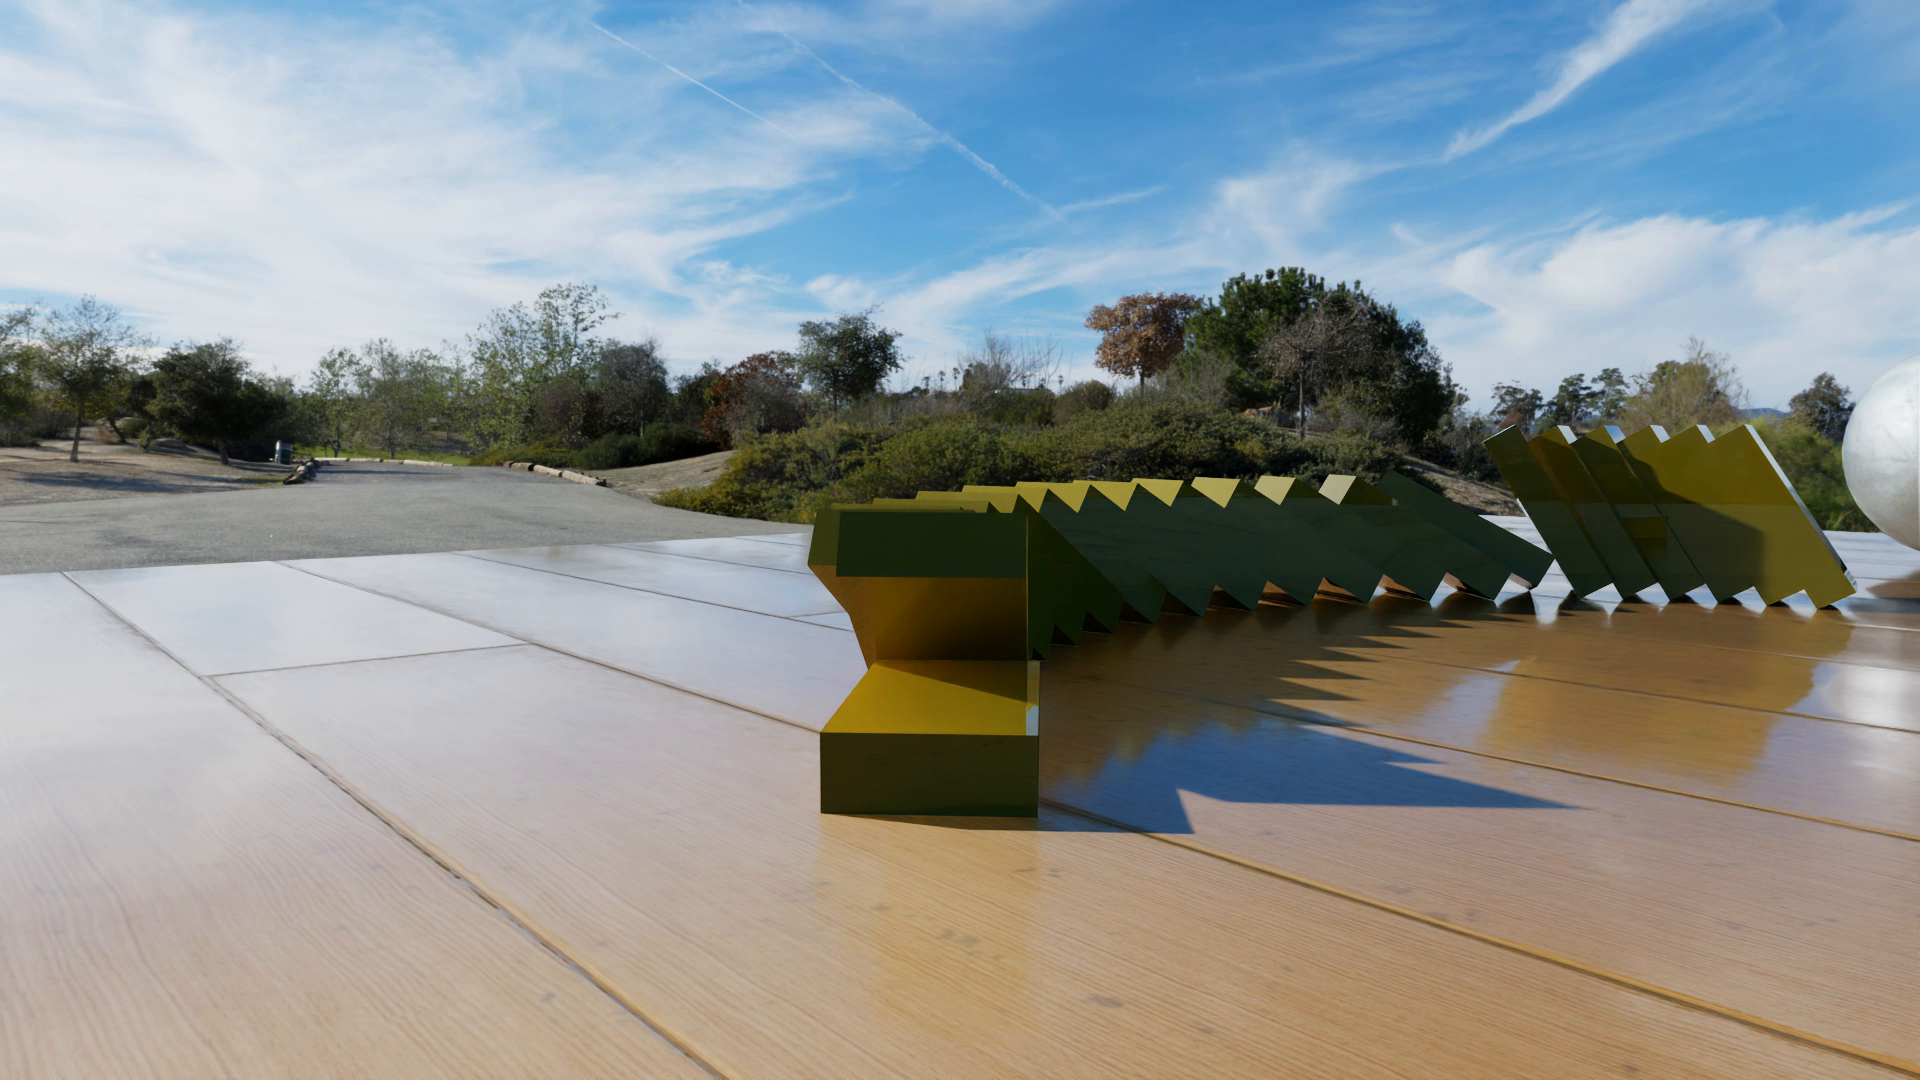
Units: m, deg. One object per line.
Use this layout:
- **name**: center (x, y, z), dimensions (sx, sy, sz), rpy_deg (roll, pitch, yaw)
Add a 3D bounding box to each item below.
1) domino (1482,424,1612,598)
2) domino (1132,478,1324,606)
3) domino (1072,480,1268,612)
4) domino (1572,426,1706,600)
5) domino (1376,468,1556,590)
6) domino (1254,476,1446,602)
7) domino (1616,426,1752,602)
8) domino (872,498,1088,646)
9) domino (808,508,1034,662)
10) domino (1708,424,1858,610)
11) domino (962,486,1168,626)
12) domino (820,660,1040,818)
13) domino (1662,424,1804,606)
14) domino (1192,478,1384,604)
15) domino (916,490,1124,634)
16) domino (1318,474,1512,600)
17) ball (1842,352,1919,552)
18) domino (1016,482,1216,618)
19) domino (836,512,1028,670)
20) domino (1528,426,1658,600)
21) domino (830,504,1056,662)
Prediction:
- **domino**: center (0.166, -0.009, 0.365), dimensions (0.010, 0.050, 0.025), rpy_deg (-31, -7, 20)
- **domino**: center (0.068, 0.001, 0.338), dimensions (0.050, 0.009, 0.025), rpy_deg (31, -8, -21)
- **domino**: center (0.052, 0.002, 0.325), dimensions (0.050, 0.009, 0.025), rpy_deg (32, -13, -29)
- **domino**: center (0.193, -0.008, 0.362), dimensions (0.009, 0.050, 0.025), rpy_deg (-35, -16, 32)
- **domino**: center (0.144, -0.003, 0.368), dimensions (0.050, 0.009, 0.025), rpy_deg (32, 6, 19)
- **domino**: center (0.106, -0.001, 0.354), dimensions (0.050, 0.009, 0.025), rpy_deg (30, 0, -8)
- **domino**: center (0.203, -0.008, 0.357), dimensions (0.010, 0.050, 0.025), rpy_deg (-35, -16, 32)
- **domino**: center (0.004, 0.007, 0.258), dimensions (0.025, 0.010, 0.050), rpy_deg (2, -23, 30)
- **domino**: center (-0.005, 0.010, 0.215), dimensions (0.025, 0.010, 0.050), rpy_deg (1, -25, 15)
- **domino**: center (0.220, -0.007, 0.343), dimensions (0.010, 0.050, 0.025), rpy_deg (-35, -16, 32)
- **domino**: center (0.023, 0.004, 0.295), dimensions (0.025, 0.009, 0.050), rpy_deg (4, -24, 45)
- **domino**: center (-0.002, 0.025, 0.172), dimensions (0.025, 0.010, 0.050), rpy_deg (0, 4, 4)
- **domino**: center (0.212, -0.008, 0.351), dimensions (0.010, 0.050, 0.025), rpy_deg (-35, -16, 32)
- **domino**: center (0.087, 0.000, 0.346), dimensions (0.050, 0.009, 0.025), rpy_deg (30, -5, -16)
- **domino**: center (0.013, 0.005, 0.277), dimensions (0.025, 0.010, 0.050), rpy_deg (3, -24, 36)
- **domino**: center (0.126, -0.001, 0.359), dimensions (0.050, 0.009, 0.025), rpy_deg (31, 3, -2)
- **ball**: center (0.364, -0.032, 0.458), dimensions (0.080, 0.080, 0.080), rpy_deg (0, 4, 0)
- **domino**: center (0.037, 0.003, 0.311), dimensions (0.050, 0.009, 0.025), rpy_deg (34, -17, -35)
- **domino**: center (-0.002, 0.011, 0.192), dimensions (0.025, 0.009, 0.050), rpy_deg (0, -25, 3)
- **domino**: center (0.181, -0.009, 0.365), dimensions (0.009, 0.050, 0.025), rpy_deg (-34, -14, 29)
- **domino**: center (-0.003, 0.009, 0.238), dimensions (0.025, 0.009, 0.050), rpy_deg (2, -24, 26)
